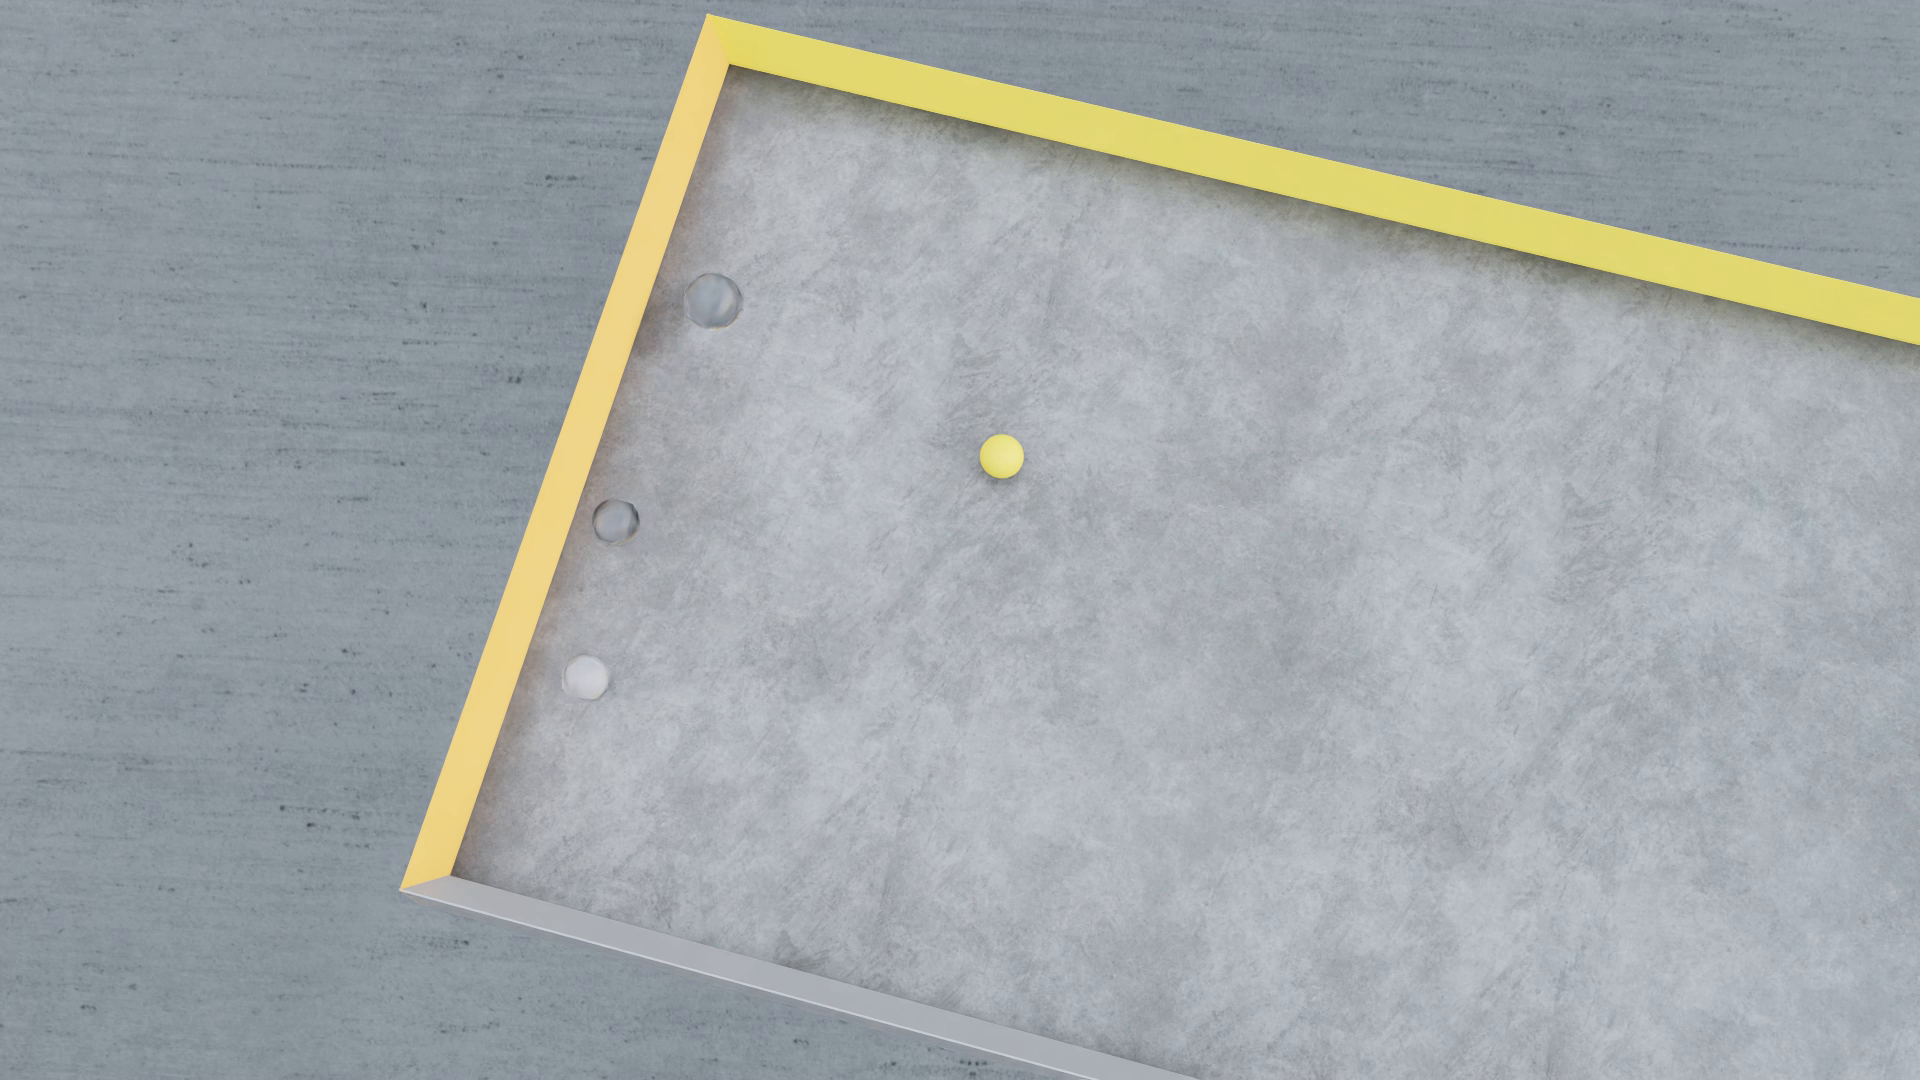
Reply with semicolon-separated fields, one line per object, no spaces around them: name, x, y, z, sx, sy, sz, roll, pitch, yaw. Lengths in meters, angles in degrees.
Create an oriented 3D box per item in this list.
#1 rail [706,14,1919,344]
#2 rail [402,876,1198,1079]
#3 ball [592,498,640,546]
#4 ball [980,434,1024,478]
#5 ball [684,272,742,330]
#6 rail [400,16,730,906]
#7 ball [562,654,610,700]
rail;0.799;-0.518;3.568;2.529;0.121;0.045;14;72;5
rail;0.423;0.810;3.113;2.529;0.121;0.045;14;72;5
ball;-0.537;-0.029;3.427;0.074;0.074;0.074;0;71;0
ball;0.066;-0.132;3.464;0.070;0.070;0.070;0;71;0
ball;-0.397;-0.384;3.538;0.093;0.093;0.093;0;71;0
rail;-0.588;-0.157;3.445;0.045;0.121;1.501;14;72;5
ball;-0.569;0.210;3.347;0.070;0.070;0.070;0;71;0
